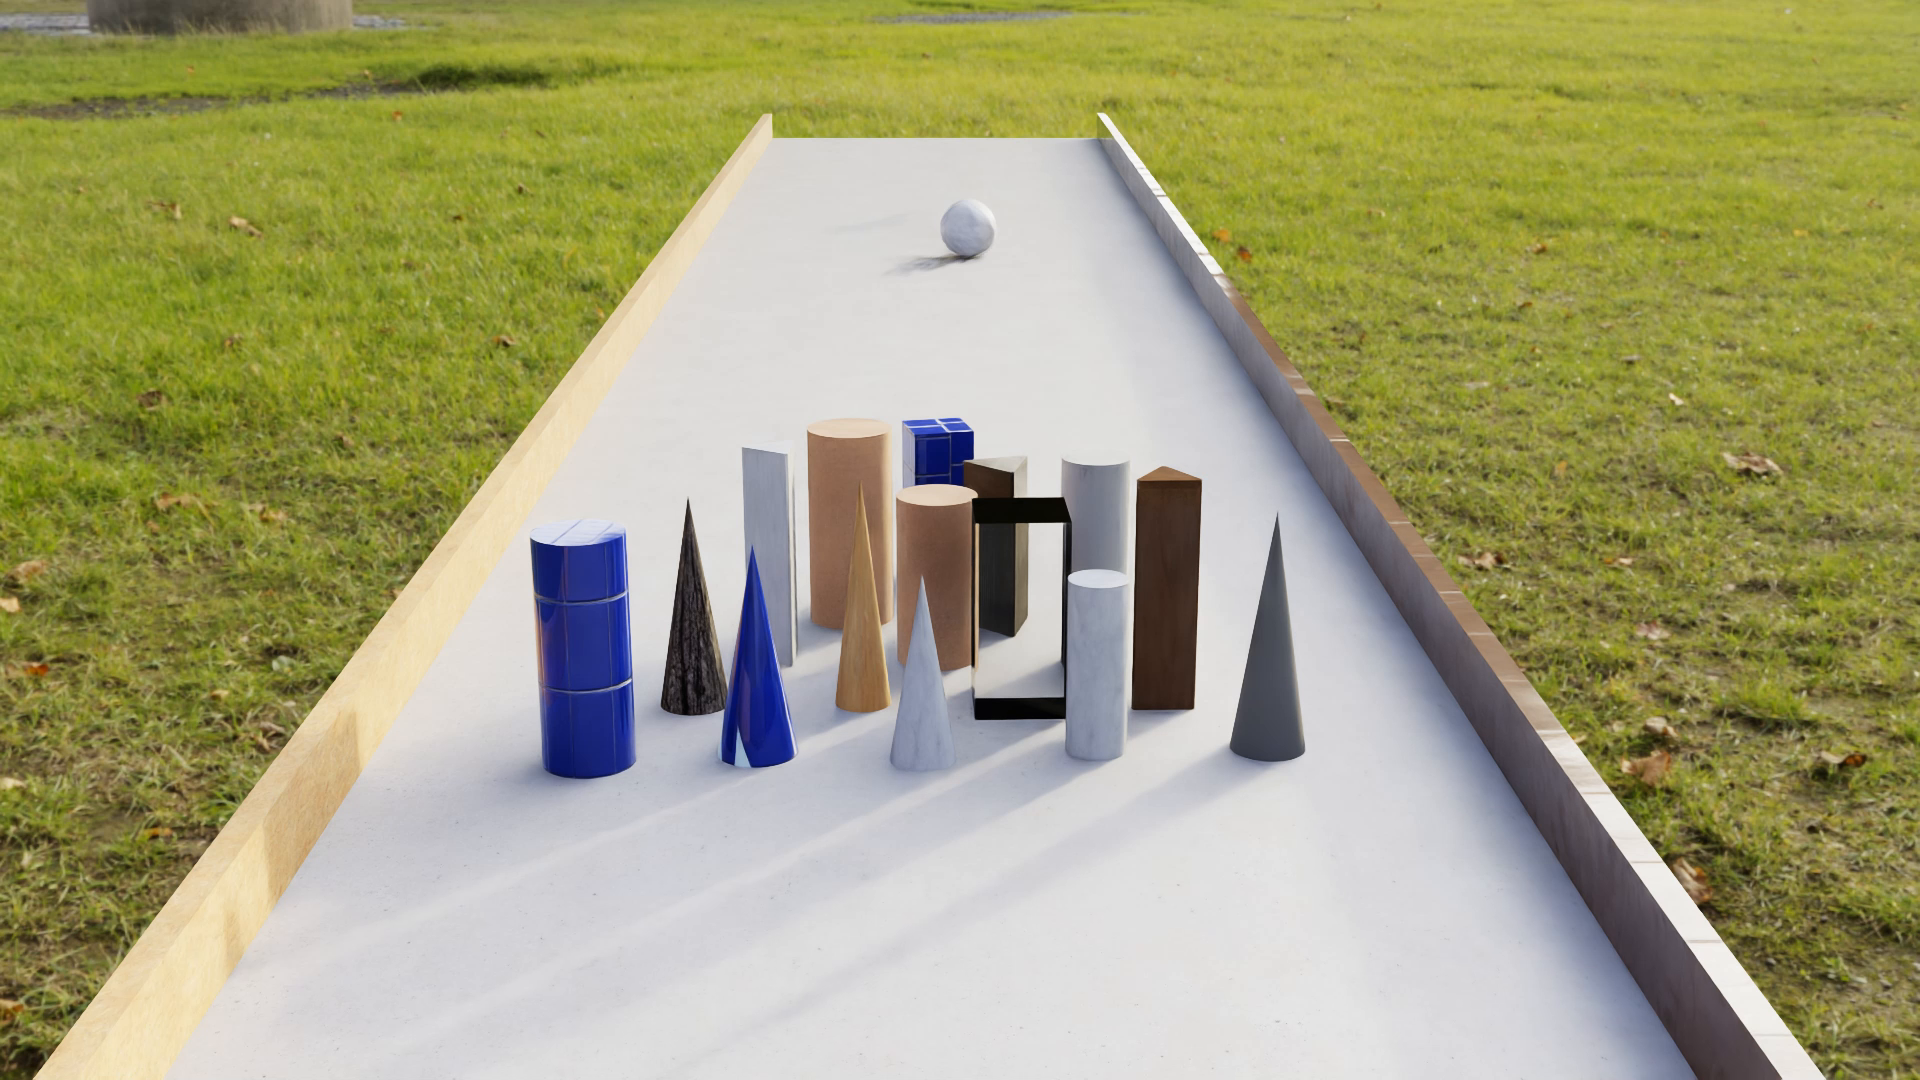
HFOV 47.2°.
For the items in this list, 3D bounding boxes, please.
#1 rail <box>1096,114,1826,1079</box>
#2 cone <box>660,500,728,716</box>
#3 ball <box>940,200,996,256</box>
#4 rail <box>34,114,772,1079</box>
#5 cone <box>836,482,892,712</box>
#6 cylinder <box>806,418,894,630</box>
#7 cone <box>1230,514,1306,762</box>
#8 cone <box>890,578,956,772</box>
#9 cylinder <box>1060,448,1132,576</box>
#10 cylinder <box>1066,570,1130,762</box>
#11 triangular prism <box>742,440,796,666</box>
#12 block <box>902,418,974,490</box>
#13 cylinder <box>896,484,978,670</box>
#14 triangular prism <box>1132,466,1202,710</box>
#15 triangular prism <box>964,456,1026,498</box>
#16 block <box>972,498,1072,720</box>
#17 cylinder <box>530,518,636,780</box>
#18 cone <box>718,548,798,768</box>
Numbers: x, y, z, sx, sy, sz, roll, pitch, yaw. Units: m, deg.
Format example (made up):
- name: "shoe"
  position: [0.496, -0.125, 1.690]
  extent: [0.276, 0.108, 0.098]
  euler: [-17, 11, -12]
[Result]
- name: "rail"
  position: [0.932, -0.844, 7.801]
  extent: [0.050, 0.150, 12.000]
  euler: [0, 17, -1]
- name: "cone"
  position: [-0.503, 0.113, 4.125]
  extent: [0.132, 0.411, 0.132]
  euler: [0, 17, 0]
- name: "ball"
  position: [0.035, -1.306, 9.201]
  extent: [0.238, 0.238, 0.238]
  euler: [0, 17, 0]
- name: "rail"
  position: [-1.118, -0.838, 7.780]
  extent: [0.050, 0.150, 12.000]
  euler: [0, 17, -1]
- name: "cone"
  position: [-0.184, 0.096, 4.124]
  extent: [0.107, 0.445, 0.107]
  euler: [0, 17, 0]
- name: "cylinder"
  position: [-0.229, -0.035, 4.620]
  extent: [0.176, 0.413, 0.176]
  euler: [0, 17, 0]
- name: "cone"
  position: [0.555, 0.161, 3.905]
  extent: [0.136, 0.445, 0.136]
  euler: [0, 17, 0]
- name: "cone"
  position: [-0.066, 0.224, 3.868]
  extent: [0.120, 0.345, 0.120]
  euler: [0, 17, 0]
- name: "cylinder"
  position: [0.269, 0.033, 4.397]
  extent: [0.137, 0.411, 0.137]
  euler: [0, 17, 0]
- name: "cylinder"
  position: [0.244, 0.222, 3.913]
  extent: [0.110, 0.323, 0.110]
  euler: [0, 17, 0]
- name: "triangular prism"
  position: [-0.357, 0.023, 4.382]
  extent: [0.109, 0.437, 0.094]
  euler: [10, 19, 30]
- name: "block"
  position: [-0.049, -0.080, 4.874]
  extent: [0.132, 0.355, 0.132]
  euler: [-4, 17, -13]
- name: "cylinder"
  position: [-0.046, 0.074, 4.382]
  extent: [0.161, 0.340, 0.161]
  euler: [0, 17, 0]
- name: "triangular prism"
  position: [0.383, 0.090, 4.138]
  extent: [0.118, 0.448, 0.102]
  euler: [0, 17, -1]
- name: "triangular prism"
  position: [0.099, -0.004, 4.648]
  extent: [0.138, 0.337, 0.120]
  euler: [15, 22, 41]
- name: "block"
  position: [0.113, 0.127, 4.131]
  extent: [0.176, 0.381, 0.176]
  euler: [-1, 17, -2]
- name: "cylinder"
  position: [-0.657, 0.190, 3.845]
  extent: [0.165, 0.424, 0.165]
  euler: [0, 17, 0]
- name: "cone"
  position: [-0.362, 0.194, 3.891]
  extent: [0.145, 0.390, 0.145]
  euler: [0, 17, 0]
